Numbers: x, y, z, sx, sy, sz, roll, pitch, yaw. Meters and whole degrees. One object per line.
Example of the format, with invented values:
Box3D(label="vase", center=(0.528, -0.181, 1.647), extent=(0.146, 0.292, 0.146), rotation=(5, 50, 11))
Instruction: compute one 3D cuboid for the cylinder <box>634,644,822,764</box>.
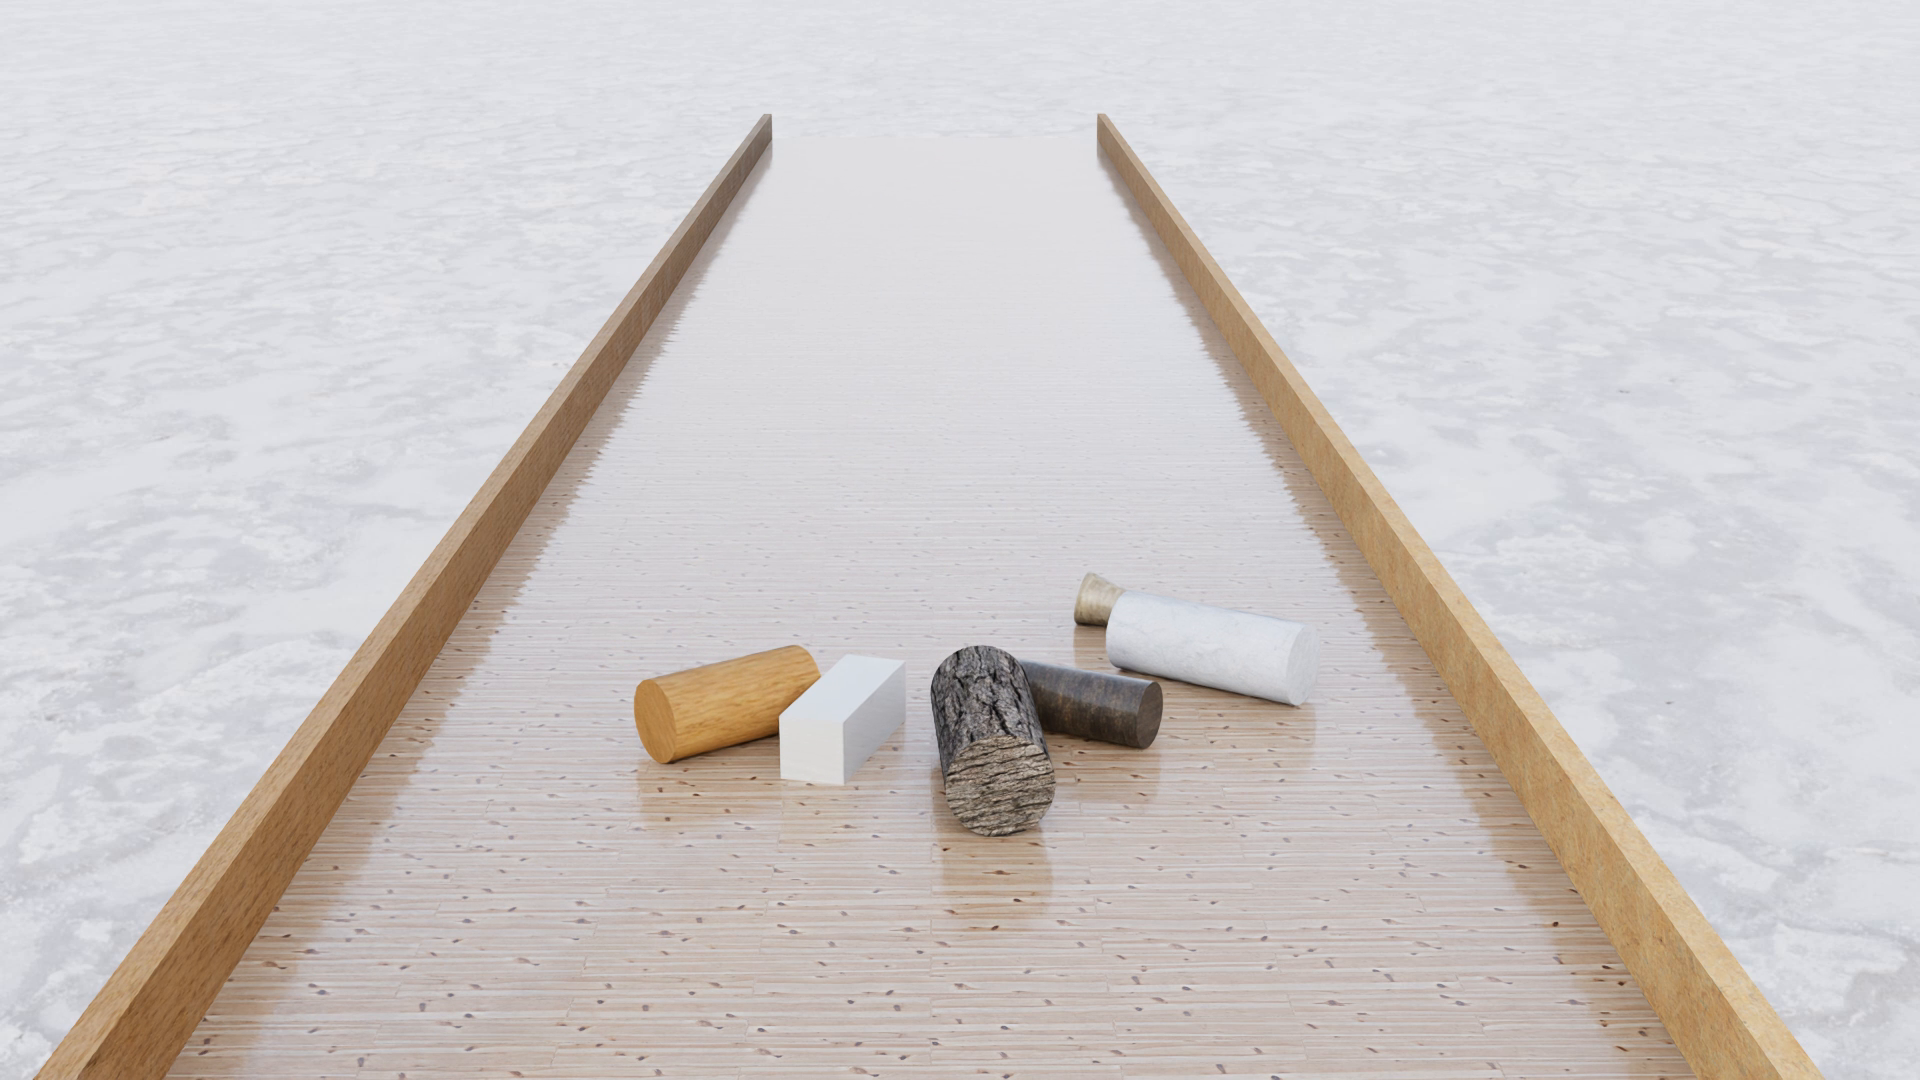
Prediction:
Box3D(label="cylinder", center=(-0.416, 0.294, 3.973), extent=(0.309, 0.152, 0.152), rotation=(-12, 20, -35))

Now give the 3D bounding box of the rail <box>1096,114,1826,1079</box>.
Box3D(label="rail", center=(0.932, -0.844, 7.801), extent=(0.050, 0.150, 12.000), rotation=(0, 17, -1))

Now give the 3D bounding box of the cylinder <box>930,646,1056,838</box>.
Box3D(label="cylinder", center=(0.051, 0.337, 3.776), extent=(0.180, 0.180, 0.436), rotation=(-1, 17, -4))

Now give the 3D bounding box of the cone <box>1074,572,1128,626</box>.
Box3D(label="cone", center=(0.414, 0.163, 4.580), extent=(0.336, 0.113, 0.113), rotation=(16, 21, 16))

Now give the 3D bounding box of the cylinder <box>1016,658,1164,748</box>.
Box3D(label="cylinder", center=(0.175, 0.290, 4.039), extent=(0.376, 0.122, 0.122), rotation=(9, 19, 26))

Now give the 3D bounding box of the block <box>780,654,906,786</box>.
Box3D(label="block", center=(-0.206, 0.319, 3.948), extent=(0.117, 0.117, 0.332), rotation=(5, 17, 17))

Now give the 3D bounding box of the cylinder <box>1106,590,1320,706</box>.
Box3D(label="cylinder", center=(0.488, 0.207, 4.259), extent=(0.384, 0.156, 0.156), rotation=(11, 20, 32))

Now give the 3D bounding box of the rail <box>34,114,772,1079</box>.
Box3D(label="rail", center=(-1.118, -0.838, 7.780), extent=(0.050, 0.150, 12.000), rotation=(0, 17, -1))
